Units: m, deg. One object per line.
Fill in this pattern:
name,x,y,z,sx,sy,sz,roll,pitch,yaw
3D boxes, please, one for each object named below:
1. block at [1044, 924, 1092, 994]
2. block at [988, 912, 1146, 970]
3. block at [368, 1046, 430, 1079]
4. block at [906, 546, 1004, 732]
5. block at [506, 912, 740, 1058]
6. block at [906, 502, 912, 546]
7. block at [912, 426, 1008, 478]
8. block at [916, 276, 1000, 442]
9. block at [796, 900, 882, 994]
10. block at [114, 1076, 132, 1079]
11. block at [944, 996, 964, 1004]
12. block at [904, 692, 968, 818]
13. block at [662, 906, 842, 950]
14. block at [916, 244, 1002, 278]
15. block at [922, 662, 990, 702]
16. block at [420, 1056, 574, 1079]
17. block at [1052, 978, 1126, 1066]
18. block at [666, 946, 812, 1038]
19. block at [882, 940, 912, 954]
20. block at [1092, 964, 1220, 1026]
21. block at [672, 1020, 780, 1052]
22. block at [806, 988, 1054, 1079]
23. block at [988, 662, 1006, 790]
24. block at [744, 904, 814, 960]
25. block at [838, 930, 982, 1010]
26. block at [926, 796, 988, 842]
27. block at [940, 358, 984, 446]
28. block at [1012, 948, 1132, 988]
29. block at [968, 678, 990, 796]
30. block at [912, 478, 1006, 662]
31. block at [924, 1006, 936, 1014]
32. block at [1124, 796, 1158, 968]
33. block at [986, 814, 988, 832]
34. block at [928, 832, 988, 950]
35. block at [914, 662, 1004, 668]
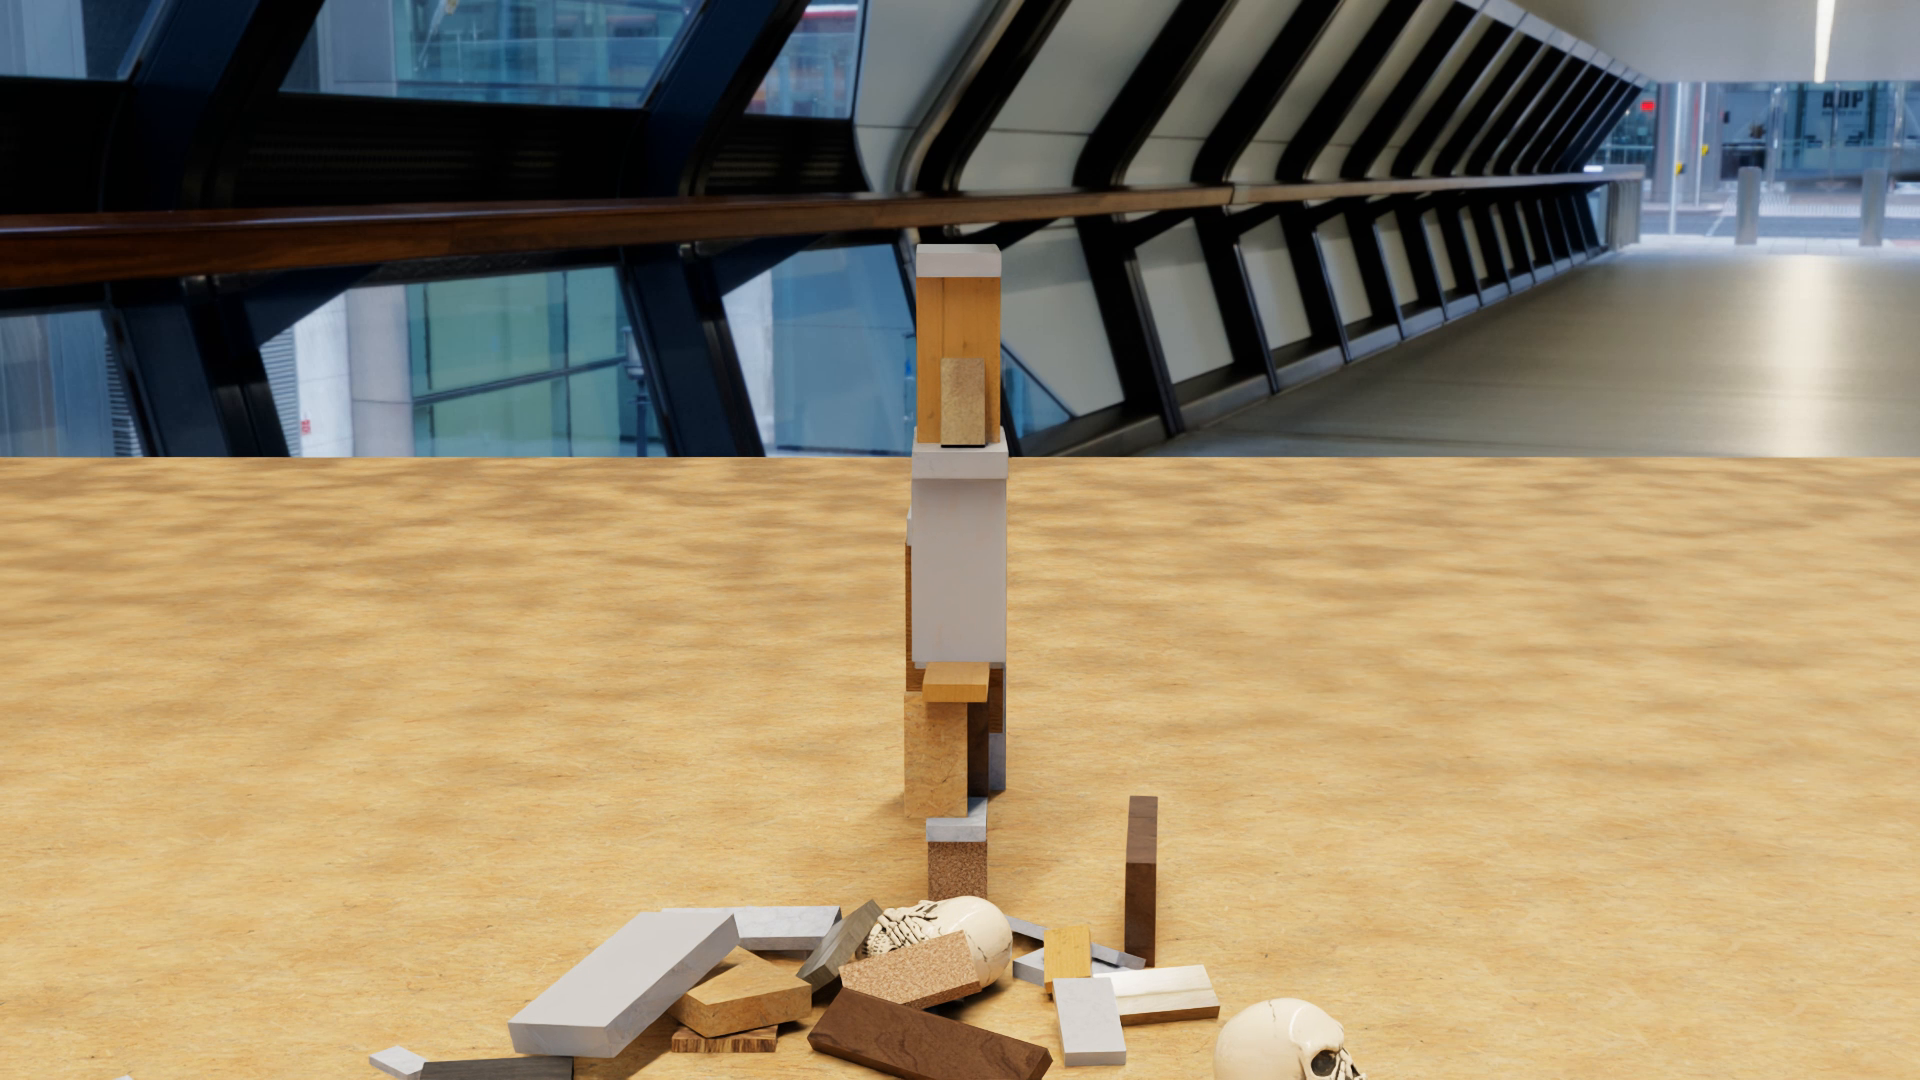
block,0.160,0.620,3.262,0.068,0.019,0.137,-9,22,6
block,0.163,0.617,3.382,0.264,0.019,0.068,9,-12,45
block,-0.756,0.711,2.982,0.092,0.013,0.046,10,14,42
block,-0.010,0.173,3.978,0.175,0.350,0.050,0,11,2
block,-0.466,0.619,3.087,0.165,0.047,0.330,-4,16,28
block,-0.003,-0.045,4.054,0.175,0.050,0.350,0,10,1
block,-0.001,-0.142,3.520,0.148,0.042,0.296,0,11,0
block,-0.003,-0.285,3.461,0.131,0.262,0.037,0,11,-1
block,-0.186,0.609,3.255,0.092,0.026,0.185,-38,4,30
block,-1.137,0.737,2.799,0.197,0.028,0.099,-9,14,-41
block,-0.067,0.656,3.172,0.142,0.020,0.071,0,-17,3
block,-0.037,0.331,3.391,0.097,0.194,0.027,0,10,0
block,-0.334,0.603,3.411,0.292,0.024,0.084,-3,23,13
block,-0.004,-0.448,3.520,0.131,0.037,0.262,0,11,-1
block,-0.005,0.214,3.416,0.097,0.027,0.193,0,10,2
block,-0.612,0.718,2.904,0.197,0.028,0.099,-1,11,-7
block,0.179,0.670,3.064,0.084,0.024,0.167,-1,25,-4
block,-0.370,0.640,3.199,0.165,0.047,0.330,-4,8,-33
block,-0.075,0.638,3.373,0.046,0.013,0.092,-9,14,-39
block,0.281,0.656,3.164,0.167,0.024,0.084,-2,34,-13
block,-0.326,0.691,3.069,0.142,0.020,0.071,0,11,0
block,-0.044,0.685,2.961,0.349,0.026,0.093,8,44,36
block,0.001,0.218,4.224,0.175,0.529,0.050,0,10,0
block,-0.288,0.616,3.455,0.184,0.026,0.092,7,12,32
block,-0.071,0.623,3.123,0.186,0.026,0.093,-16,43,-4
block,-0.004,0.432,3.448,0.091,0.026,0.183,0,10,1
block,0.004,-0.215,3.425,0.068,0.137,0.019,0,-7,-1
block,0.179,0.649,3.277,0.186,0.026,0.093,10,14,42
block,-0.003,0.311,3.498,0.097,0.193,0.027,0,10,2
block,-0.001,0.042,3.455,0.148,0.296,0.042,0,10,1
block,-0.068,0.687,3.093,0.071,0.020,0.142,0,11,-1
block,0.289,0.537,3.500,0.047,0.165,0.343,1,11,5
block,-0.002,0.523,3.527,0.091,0.183,0.026,0,10,1
block,-0.004,0.546,3.408,0.091,0.183,0.026,0,11,0
block,-0.002,0.036,3.654,0.148,0.356,0.042,0,11,0
